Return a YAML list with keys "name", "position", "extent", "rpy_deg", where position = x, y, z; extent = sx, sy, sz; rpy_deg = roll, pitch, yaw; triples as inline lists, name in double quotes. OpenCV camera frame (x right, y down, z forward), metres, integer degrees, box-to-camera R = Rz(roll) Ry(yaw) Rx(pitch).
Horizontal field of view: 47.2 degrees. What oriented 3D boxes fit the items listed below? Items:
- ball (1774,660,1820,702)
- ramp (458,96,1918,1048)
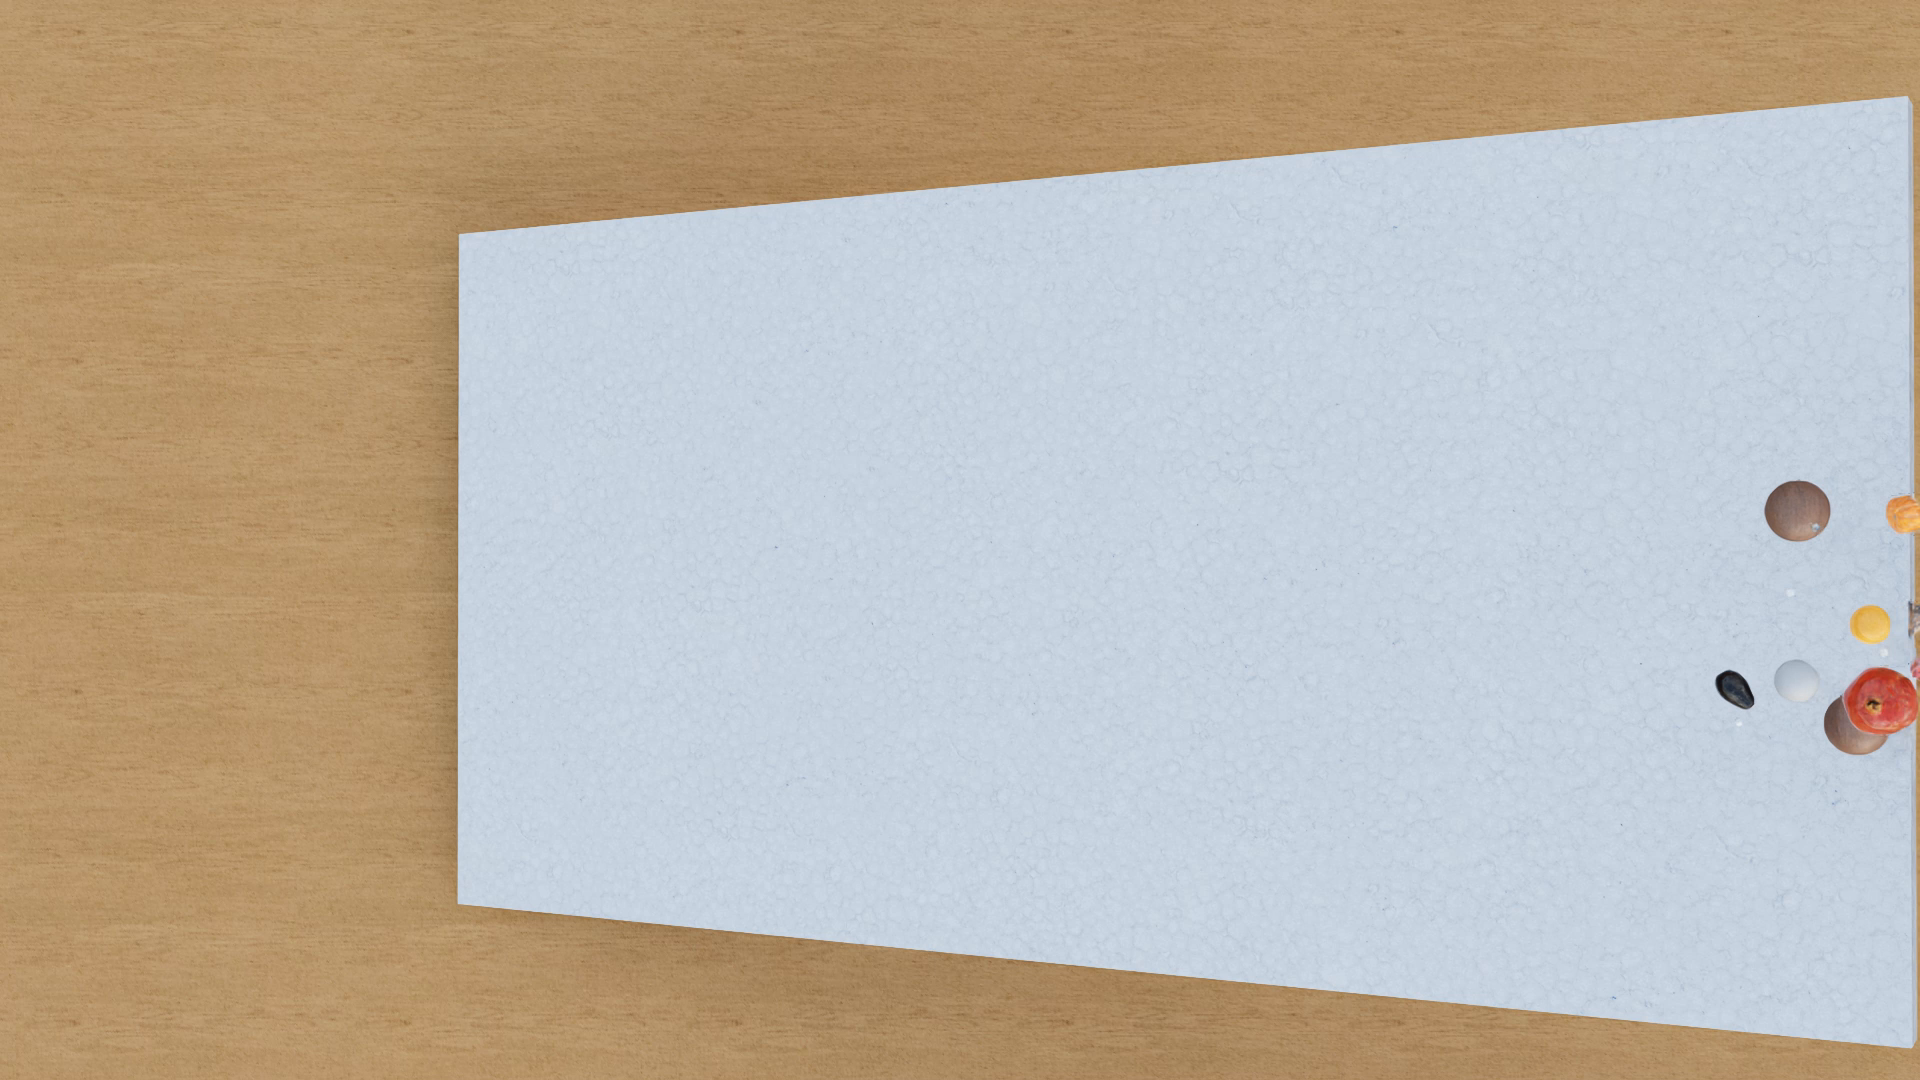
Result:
- name: "ball"
  position: [1.674, 0.282, 4.401]
  extent: [0.085, 0.085, 0.085]
  rpy_deg: [0, 89, 0]
- name: "ramp"
  position: [0.273, 0.076, 5.636]
  extent: [4.000, 0.100, 2.000]
  rpy_deg: [0, 89, 29]
